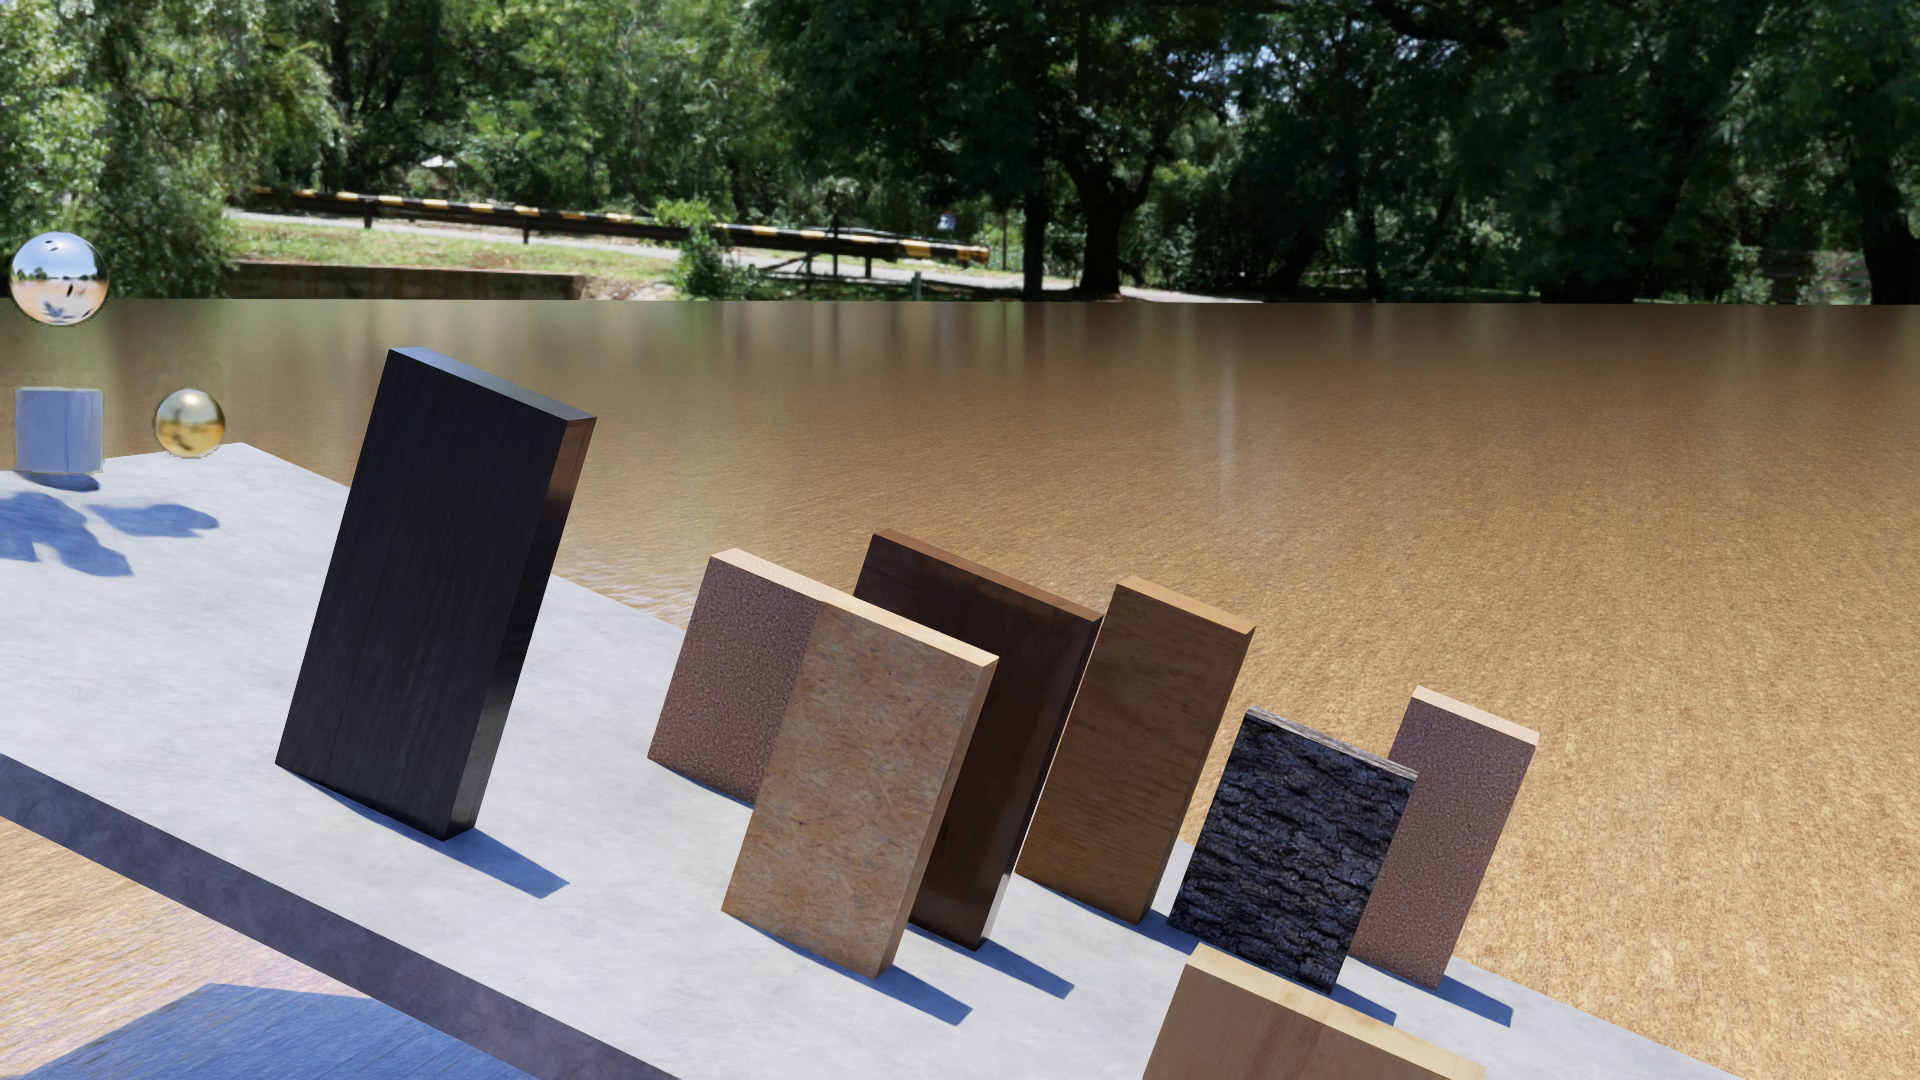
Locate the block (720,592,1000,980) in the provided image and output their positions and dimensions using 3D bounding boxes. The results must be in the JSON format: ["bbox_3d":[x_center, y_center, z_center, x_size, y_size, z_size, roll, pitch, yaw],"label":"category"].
[{"bbox_3d":[-0.174,0.420,3.765,0.299,0.585,0.098,22,12,14],"label":"block"}]

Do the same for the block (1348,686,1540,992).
[{"bbox_3d":[0.986,0.627,4.641,0.269,0.568,0.132,22,12,14],"label":"block"}]

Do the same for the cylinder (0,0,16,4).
[{"bbox_3d":[-1.873,-1.164,4.277,0.210,0.210,0.210,-4,5,-33],"label":"cylinder"}]

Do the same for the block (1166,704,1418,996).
[{"bbox_3d":[0.665,0.621,4.414,0.354,0.472,0.086,22,12,14],"label":"block"}]

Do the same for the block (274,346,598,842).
[{"bbox_3d":[-0.893,0.091,3.724,0.344,0.759,0.106,22,12,14],"label":"block"}]

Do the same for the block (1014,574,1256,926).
[{"bbox_3d":[0.351,0.421,4.430,0.272,0.637,0.133,22,12,14],"label":"block"}]

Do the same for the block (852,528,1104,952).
[{"bbox_3d":[-0.052,0.364,4.030,0.433,0.656,0.087,22,12,14],"label":"block"}]

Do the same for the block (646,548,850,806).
[{"bbox_3d":[-0.358,0.299,4.373,0.405,0.439,0.126,22,12,14],"label":"block"}]

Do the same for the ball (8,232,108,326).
[{"bbox_3d":[-1.841,-0.534,4.491,0.190,0.190,0.190,0,7,0],"label":"ball"}]

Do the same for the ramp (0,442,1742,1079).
[{"bbox_3d":[-0.342,0.632,4.216,4.000,0.100,2.000,22,12,14],"label":"ramp"}]

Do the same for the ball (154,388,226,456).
[{"bbox_3d":[-1.714,-0.261,4.892,0.151,0.151,0.151,0,7,0],"label":"ball"}]

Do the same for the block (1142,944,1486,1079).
[{"bbox_3d":[0.437,0.859,3.034,0.419,0.463,0.098,22,12,14],"label":"block"}]

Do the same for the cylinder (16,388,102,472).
[{"bbox_3d":[-1.998,-0.245,4.877,0.177,0.177,0.177,2,6,0],"label":"cylinder"}]
